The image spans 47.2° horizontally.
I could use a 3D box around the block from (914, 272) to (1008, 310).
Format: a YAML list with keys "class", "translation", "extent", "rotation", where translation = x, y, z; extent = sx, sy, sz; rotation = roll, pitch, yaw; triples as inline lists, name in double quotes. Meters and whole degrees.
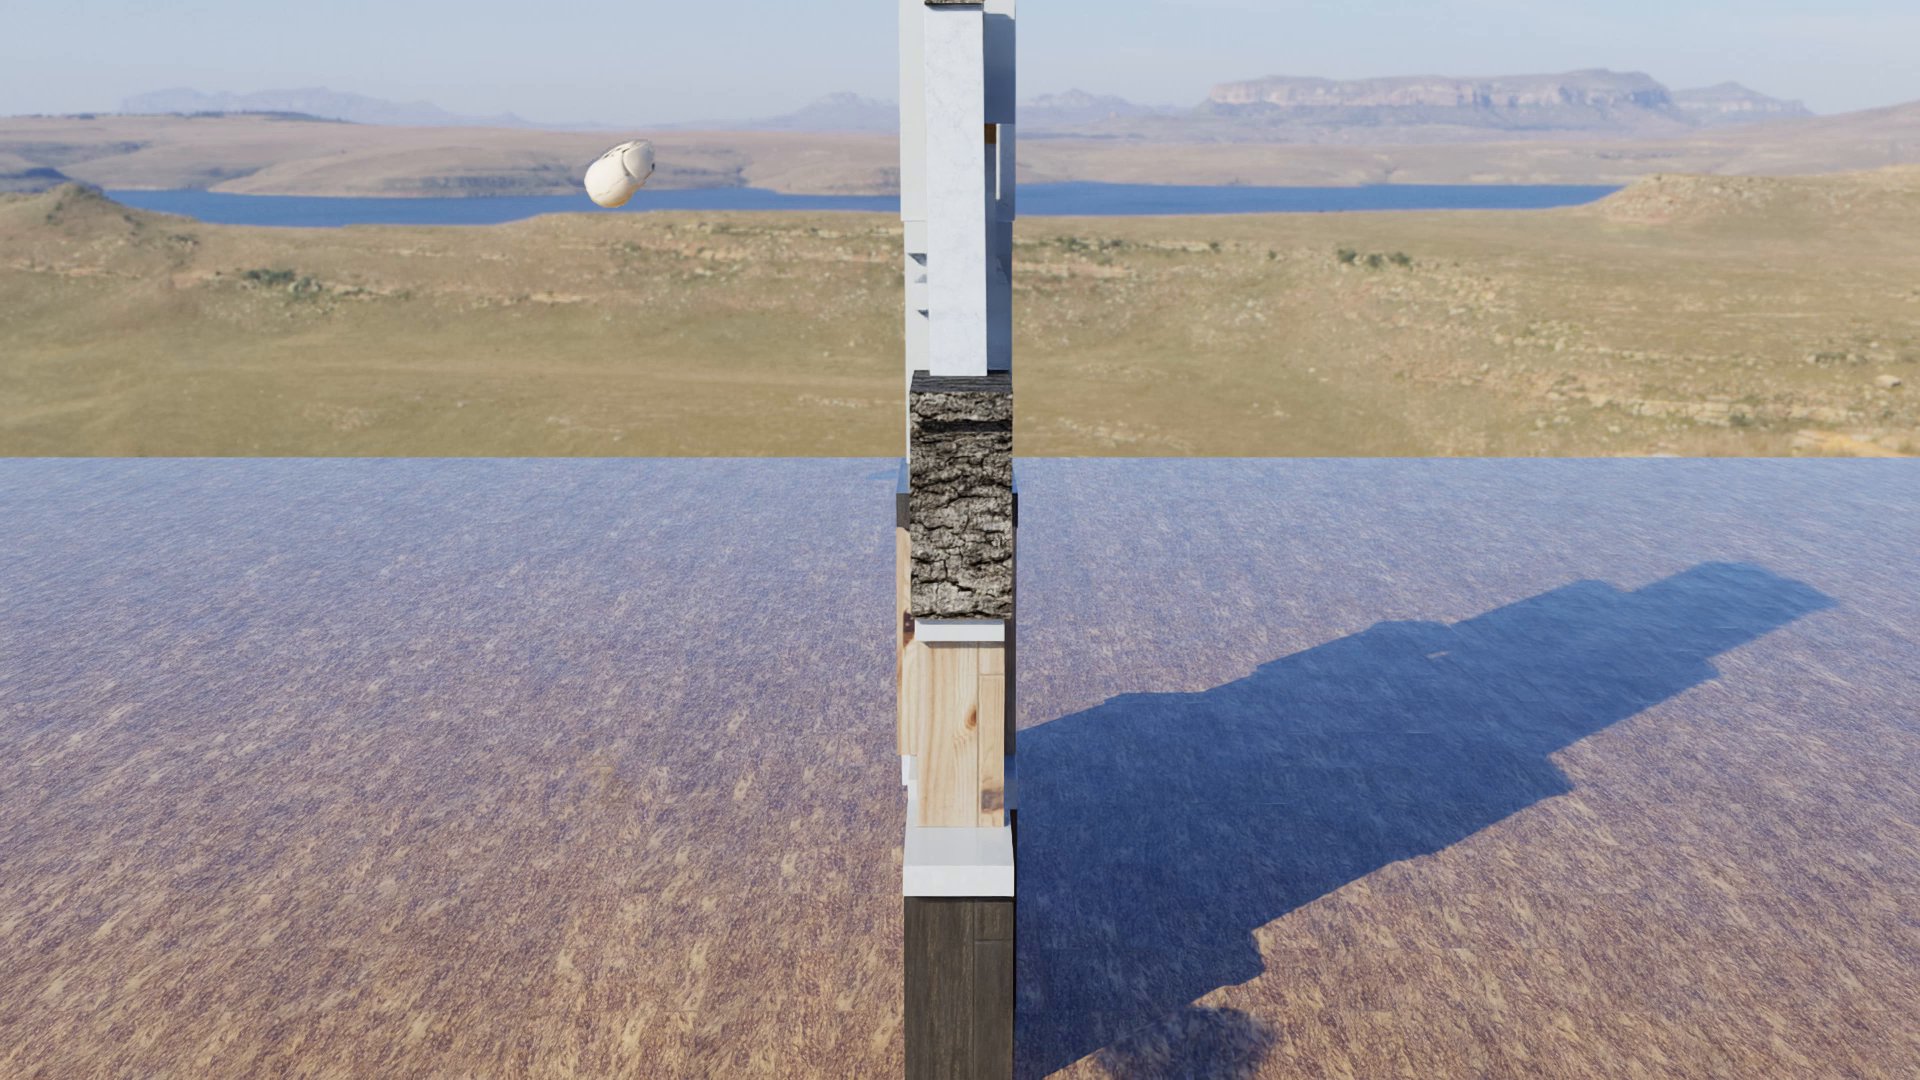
- class: "block"
  translation: [0.001, -0.361, 3.177]
  extent: [0.130, 0.037, 0.260]
  rotation: [0, 11, 0]

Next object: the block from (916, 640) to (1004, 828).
- class: "block"
  translation: [0.000, 0.256, 2.968]
  extent: [0.118, 0.264, 0.033]
  rotation: [0, 11, 0]

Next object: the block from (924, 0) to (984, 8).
- class: "block"
  translation: [-0.007, -0.729, 2.959]
  extent: [0.077, 0.022, 0.154]
  rotation: [0, 10, 1]

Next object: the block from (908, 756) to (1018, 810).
- class: "block"
  translation: [0.004, 0.331, 3.254]
  extent: [0.154, 0.044, 0.309]
  rotation: [0, 11, 0]

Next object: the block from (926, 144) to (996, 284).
- class: "block"
  translation: [0.002, -0.447, 3.019]
  extent: [0.095, 0.190, 0.027]
  rotation: [0, 11, 0]

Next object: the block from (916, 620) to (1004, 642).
- class: "block"
  translation: [0.000, 0.096, 3.018]
  extent: [0.118, 0.033, 0.236]
  rotation: [0, 11, 0]

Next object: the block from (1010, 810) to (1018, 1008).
- class: "block"
  translation: [0.004, 0.523, 3.185]
  extent: [0.154, 0.309, 0.044]
  rotation: [0, 11, 0]

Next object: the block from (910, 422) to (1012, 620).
- class: "block"
  translation: [0.001, -0.030, 2.876]
  extent: [0.132, 0.265, 0.037]
  rotation: [0, 11, 0]

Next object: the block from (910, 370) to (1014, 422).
- class: "block"
  translation: [0.002, -0.194, 2.935]
  extent: [0.132, 0.037, 0.265]
  rotation: [0, 11, 0]

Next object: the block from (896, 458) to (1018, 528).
- class: "block"
  translation: [-0.005, -0.074, 3.288]
  extent: [0.173, 0.049, 0.346]
  rotation: [0, 11, 0]

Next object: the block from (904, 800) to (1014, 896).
- class: "block"
  translation: [-0.002, 0.412, 2.962]
  extent: [0.142, 0.040, 0.284]
  rotation: [0, 11, 0]

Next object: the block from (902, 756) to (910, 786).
- class: "block"
  translation: [-0.005, 0.156, 3.447]
  extent: [0.173, 0.461, 0.049]
  rotation: [0, 11, 0]

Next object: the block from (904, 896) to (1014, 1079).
- class: "block"
  translation: [-0.002, 0.589, 2.898]
  extent: [0.142, 0.284, 0.040]
  rotation: [0, 11, 0]

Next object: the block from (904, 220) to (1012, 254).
- class: "block"
  translation: [-0.003, -0.483, 3.456]
  extent: [0.162, 0.046, 0.324]
  rotation: [0, 11, 0]

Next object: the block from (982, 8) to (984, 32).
- class: "block"
  translation: [-0.004, -0.651, 3.025]
  extent: [0.077, 0.154, 0.022]
  rotation: [0, 10, 0]

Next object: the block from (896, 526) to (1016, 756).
- class: "block"
  translation: [-0.005, 0.141, 3.211]
  extent: [0.173, 0.346, 0.049]
  rotation: [0, 10, 0]

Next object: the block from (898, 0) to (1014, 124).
- class: "block"
  translation: [-0.005, -0.873, 3.068]
  extent: [0.162, 0.575, 0.046]
  rotation: [0, 10, 0]

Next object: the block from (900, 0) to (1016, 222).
- class: "block"
  translation: [-0.003, -0.659, 3.328]
  extent: [0.173, 0.346, 0.049]
  rotation: [0, 11, 0]

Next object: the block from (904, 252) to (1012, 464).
- class: "block"
  translation: [-0.002, -0.282, 3.384]
  extent: [0.162, 0.324, 0.046]
  rotation: [0, 10, 0]

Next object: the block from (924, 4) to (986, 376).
- class: "block"
  translation: [-0.005, -0.467, 2.954]
  extent: [0.077, 0.491, 0.022]
  rotation: [-1, 10, 0]

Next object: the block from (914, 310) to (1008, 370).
- class: "block"
  translation: [0.002, -0.200, 3.118]
  extent: [0.130, 0.260, 0.037]
  rotation: [0, 11, 0]

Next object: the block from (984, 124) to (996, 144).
- class: "block"
  translation: [0.002, -0.566, 3.062]
  extent: [0.095, 0.027, 0.190]
  rotation: [0, 10, 0]
